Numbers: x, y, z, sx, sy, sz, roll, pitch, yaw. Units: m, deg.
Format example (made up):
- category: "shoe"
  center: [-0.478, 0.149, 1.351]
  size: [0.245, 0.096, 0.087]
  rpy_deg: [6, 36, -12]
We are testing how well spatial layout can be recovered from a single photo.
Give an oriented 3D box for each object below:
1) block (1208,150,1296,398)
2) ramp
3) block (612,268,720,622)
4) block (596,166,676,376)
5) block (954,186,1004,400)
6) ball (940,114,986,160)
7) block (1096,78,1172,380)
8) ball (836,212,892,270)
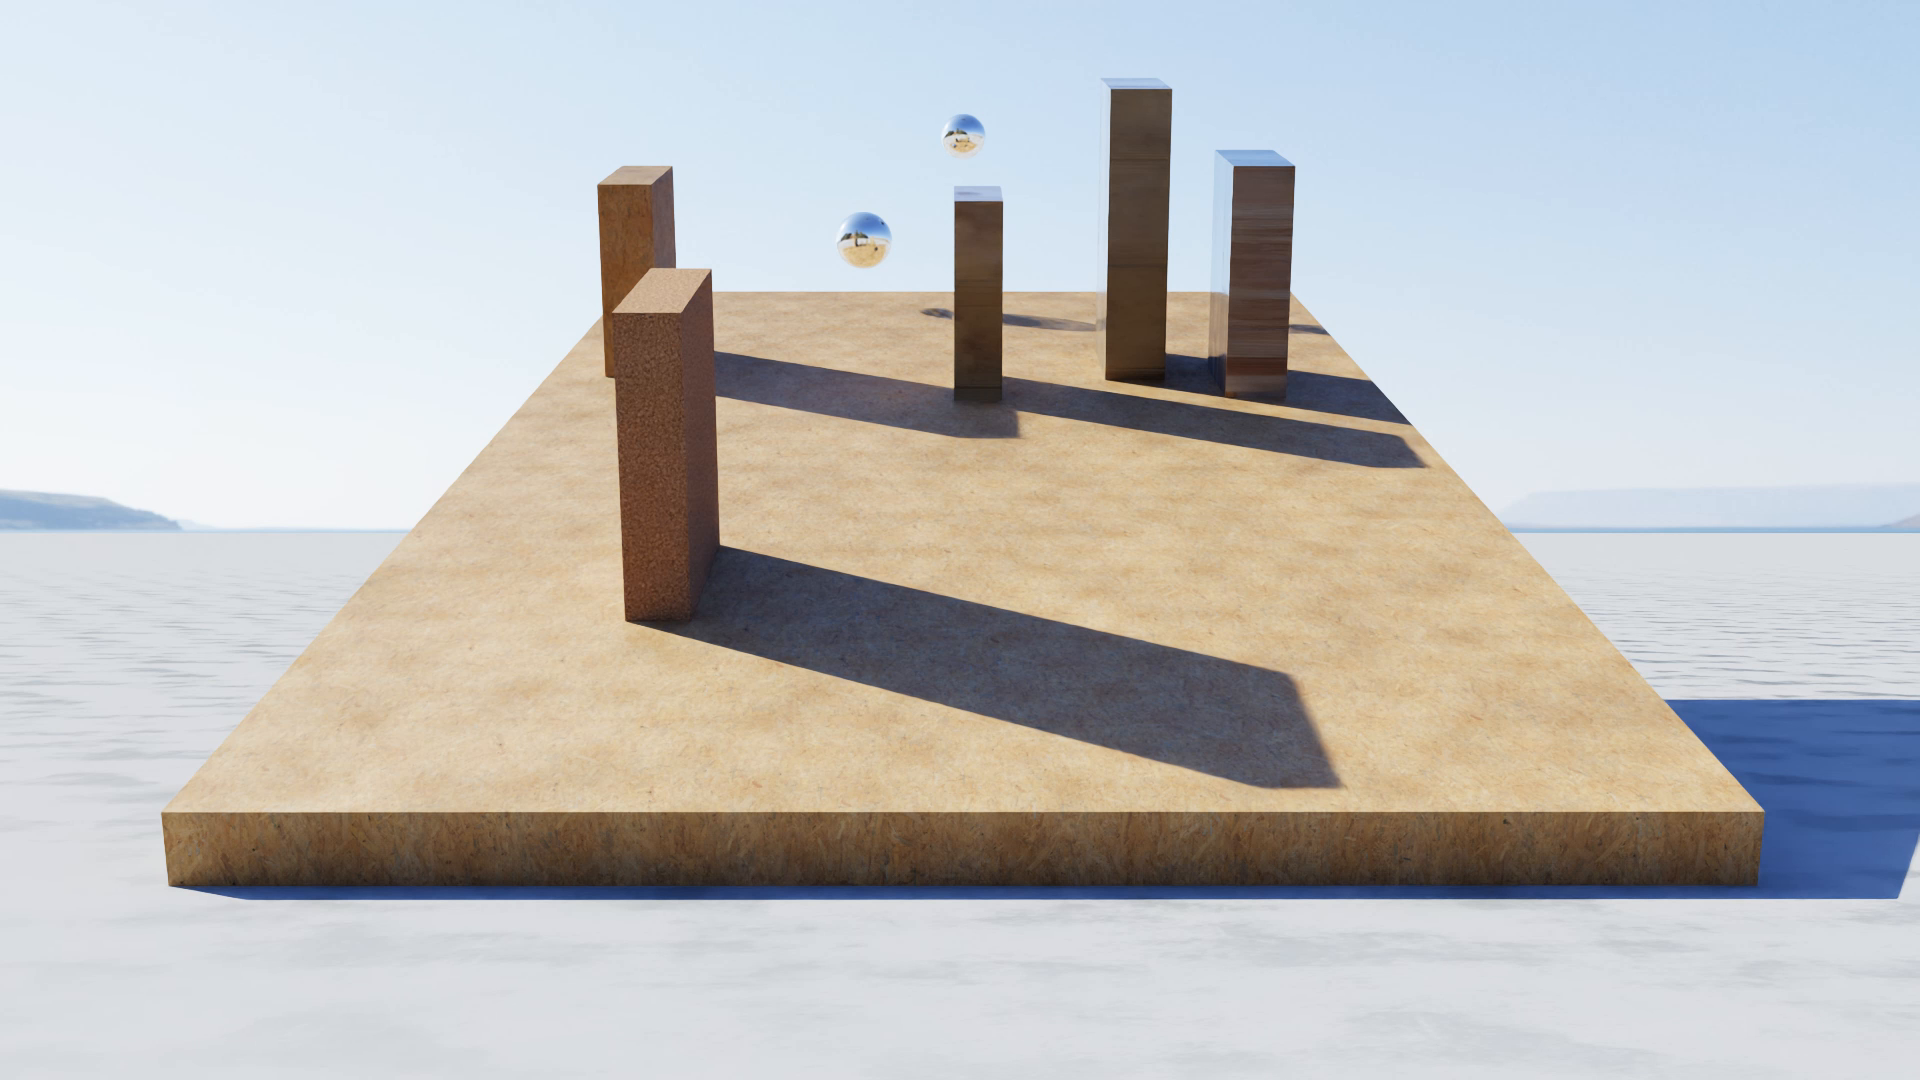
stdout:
- category: "block"
  center: [0.688, -0.637, 5.229]
  size: [0.141, 0.536, 0.366]
  rpy_deg: [0, 16, 0]
- category: "ramp"
  center: [-0.002, -0.155, 4.685]
  size: [2.000, 0.100, 4.000]
  rpy_deg: [0, 16, 0]
- category: "block"
  center: [-0.479, -0.169, 3.638]
  size: [0.105, 0.494, 0.446]
  rpy_deg: [0, 16, 0]
- category: "block"
  center: [-0.798, -0.677, 5.494]
  size: [0.129, 0.465, 0.418]
  rpy_deg: [0, 16, 0]
- category: "block"
  center: [0.042, -0.584, 5.176]
  size: [0.111, 0.460, 0.293]
  rpy_deg: [0, 16, 0]
- category: "ball"
  center: [0.010, -1.195, 6.519]
  size: [0.133, 0.133, 0.133]
  rpy_deg: [0, 0, 0]
- category: "block"
  center: [0.422, -0.770, 5.412]
  size: [0.144, 0.691, 0.377]
  rpy_deg: [0, 16, 0]
- category: "ball"
  center: [-0.278, -0.865, 6.359]
  size: [0.165, 0.165, 0.165]
  rpy_deg: [0, 0, 0]
